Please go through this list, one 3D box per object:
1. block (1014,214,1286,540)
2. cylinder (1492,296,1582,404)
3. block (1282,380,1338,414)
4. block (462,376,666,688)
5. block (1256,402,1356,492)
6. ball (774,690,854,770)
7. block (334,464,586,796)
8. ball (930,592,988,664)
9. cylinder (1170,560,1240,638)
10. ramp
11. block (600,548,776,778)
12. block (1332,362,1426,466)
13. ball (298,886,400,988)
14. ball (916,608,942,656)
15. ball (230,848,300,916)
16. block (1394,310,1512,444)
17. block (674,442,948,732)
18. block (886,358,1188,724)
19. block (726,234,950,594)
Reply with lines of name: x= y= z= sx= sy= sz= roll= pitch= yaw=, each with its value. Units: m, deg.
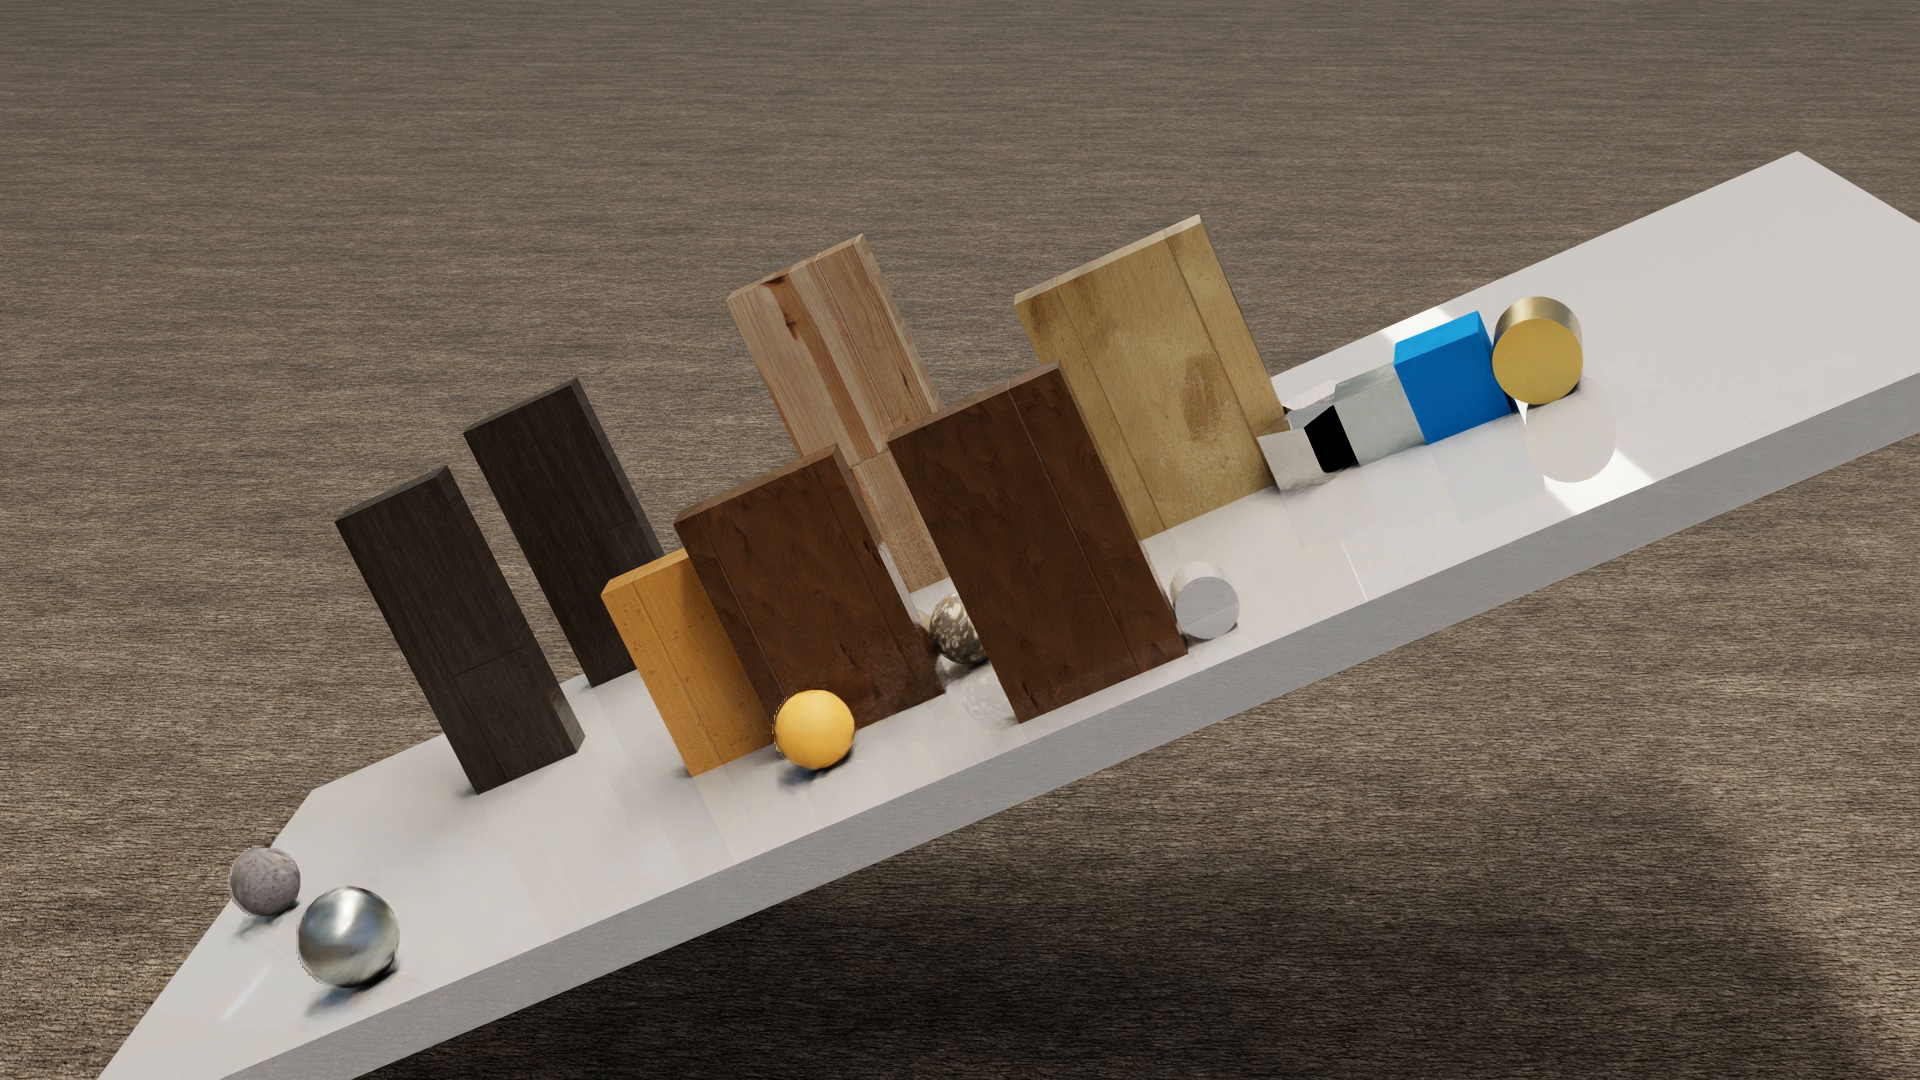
block: x=0.426 y=-0.335 z=6.222 sx=0.424 sy=0.574 sz=0.118 roll=-23 pitch=13 yaw=9
cylinder: x=1.164 y=-0.383 z=5.929 sx=0.178 sy=0.178 sz=0.178 roll=3 pitch=19 yaw=10
block: x=0.777 y=-0.254 z=6.263 sx=0.122 sy=0.122 sz=0.122 roll=-26 pitch=13 yaw=-6
block: x=-0.914 y=-0.015 z=7.166 sx=0.292 sy=0.703 sz=0.091 roll=-23 pitch=13 yaw=9
block: x=0.725 y=-0.193 z=6.104 sx=0.129 sy=0.129 sz=0.129 roll=-11 pitch=19 yaw=47
ball: x=-0.281 y=0.367 z=5.700 sx=0.155 sy=0.155 sz=0.155 roll=0 pitch=15 yaw=0
block: x=-1.131 y=0.207 z=6.680 sx=0.258 sy=0.707 sz=0.114 roll=-23 pitch=13 yaw=9
ball: x=0.014 y=0.176 z=5.920 sx=0.150 sy=0.150 sz=0.150 roll=0 pitch=15 yaw=0
cylinder: x=0.451 y=0.110 z=5.435 sx=0.118 sy=0.118 sz=0.118 roll=0 pitch=14 yaw=-1
ramp: x=0.133 y=0.170 z=6.283 sx=4.000 sy=0.100 sz=2.000 roll=-23 pitch=13 yaw=9
block: x=-0.497 y=0.226 z=6.051 sx=0.312 sy=0.428 sz=0.113 roll=-23 pitch=13 yaw=9
block: x=0.869 y=-0.264 z=6.072 sx=0.147 sy=0.147 sz=0.147 roll=-22 pitch=13 yaw=16
ball: x=-1.184 y=0.769 z=5.697 sx=0.195 sy=0.195 sz=0.195 roll=0 pitch=15 yaw=0
ball: x=-0.113 y=0.213 z=5.996 sx=0.154 sy=0.154 sz=0.154 roll=0 pitch=15 yaw=0
ball: x=-1.536 y=0.756 z=6.509 sx=0.151 sy=0.151 sz=0.151 roll=0 pitch=15 yaw=0
block: x=1.008 y=-0.333 z=6.012 sx=0.181 sy=0.181 sz=0.181 roll=-22 pitch=13 yaw=16
block: x=-0.293 y=0.122 z=5.846 sx=0.347 sy=0.531 sz=0.104 roll=-23 pitch=13 yaw=9
block: x=0.145 y=0.005 z=5.377 sx=0.338 sy=0.584 sz=0.087 roll=-23 pitch=13 yaw=9
block: x=-0.208 y=-0.265 z=6.666 sx=0.330 sy=0.781 sz=0.115 roll=-23 pitch=13 yaw=9
